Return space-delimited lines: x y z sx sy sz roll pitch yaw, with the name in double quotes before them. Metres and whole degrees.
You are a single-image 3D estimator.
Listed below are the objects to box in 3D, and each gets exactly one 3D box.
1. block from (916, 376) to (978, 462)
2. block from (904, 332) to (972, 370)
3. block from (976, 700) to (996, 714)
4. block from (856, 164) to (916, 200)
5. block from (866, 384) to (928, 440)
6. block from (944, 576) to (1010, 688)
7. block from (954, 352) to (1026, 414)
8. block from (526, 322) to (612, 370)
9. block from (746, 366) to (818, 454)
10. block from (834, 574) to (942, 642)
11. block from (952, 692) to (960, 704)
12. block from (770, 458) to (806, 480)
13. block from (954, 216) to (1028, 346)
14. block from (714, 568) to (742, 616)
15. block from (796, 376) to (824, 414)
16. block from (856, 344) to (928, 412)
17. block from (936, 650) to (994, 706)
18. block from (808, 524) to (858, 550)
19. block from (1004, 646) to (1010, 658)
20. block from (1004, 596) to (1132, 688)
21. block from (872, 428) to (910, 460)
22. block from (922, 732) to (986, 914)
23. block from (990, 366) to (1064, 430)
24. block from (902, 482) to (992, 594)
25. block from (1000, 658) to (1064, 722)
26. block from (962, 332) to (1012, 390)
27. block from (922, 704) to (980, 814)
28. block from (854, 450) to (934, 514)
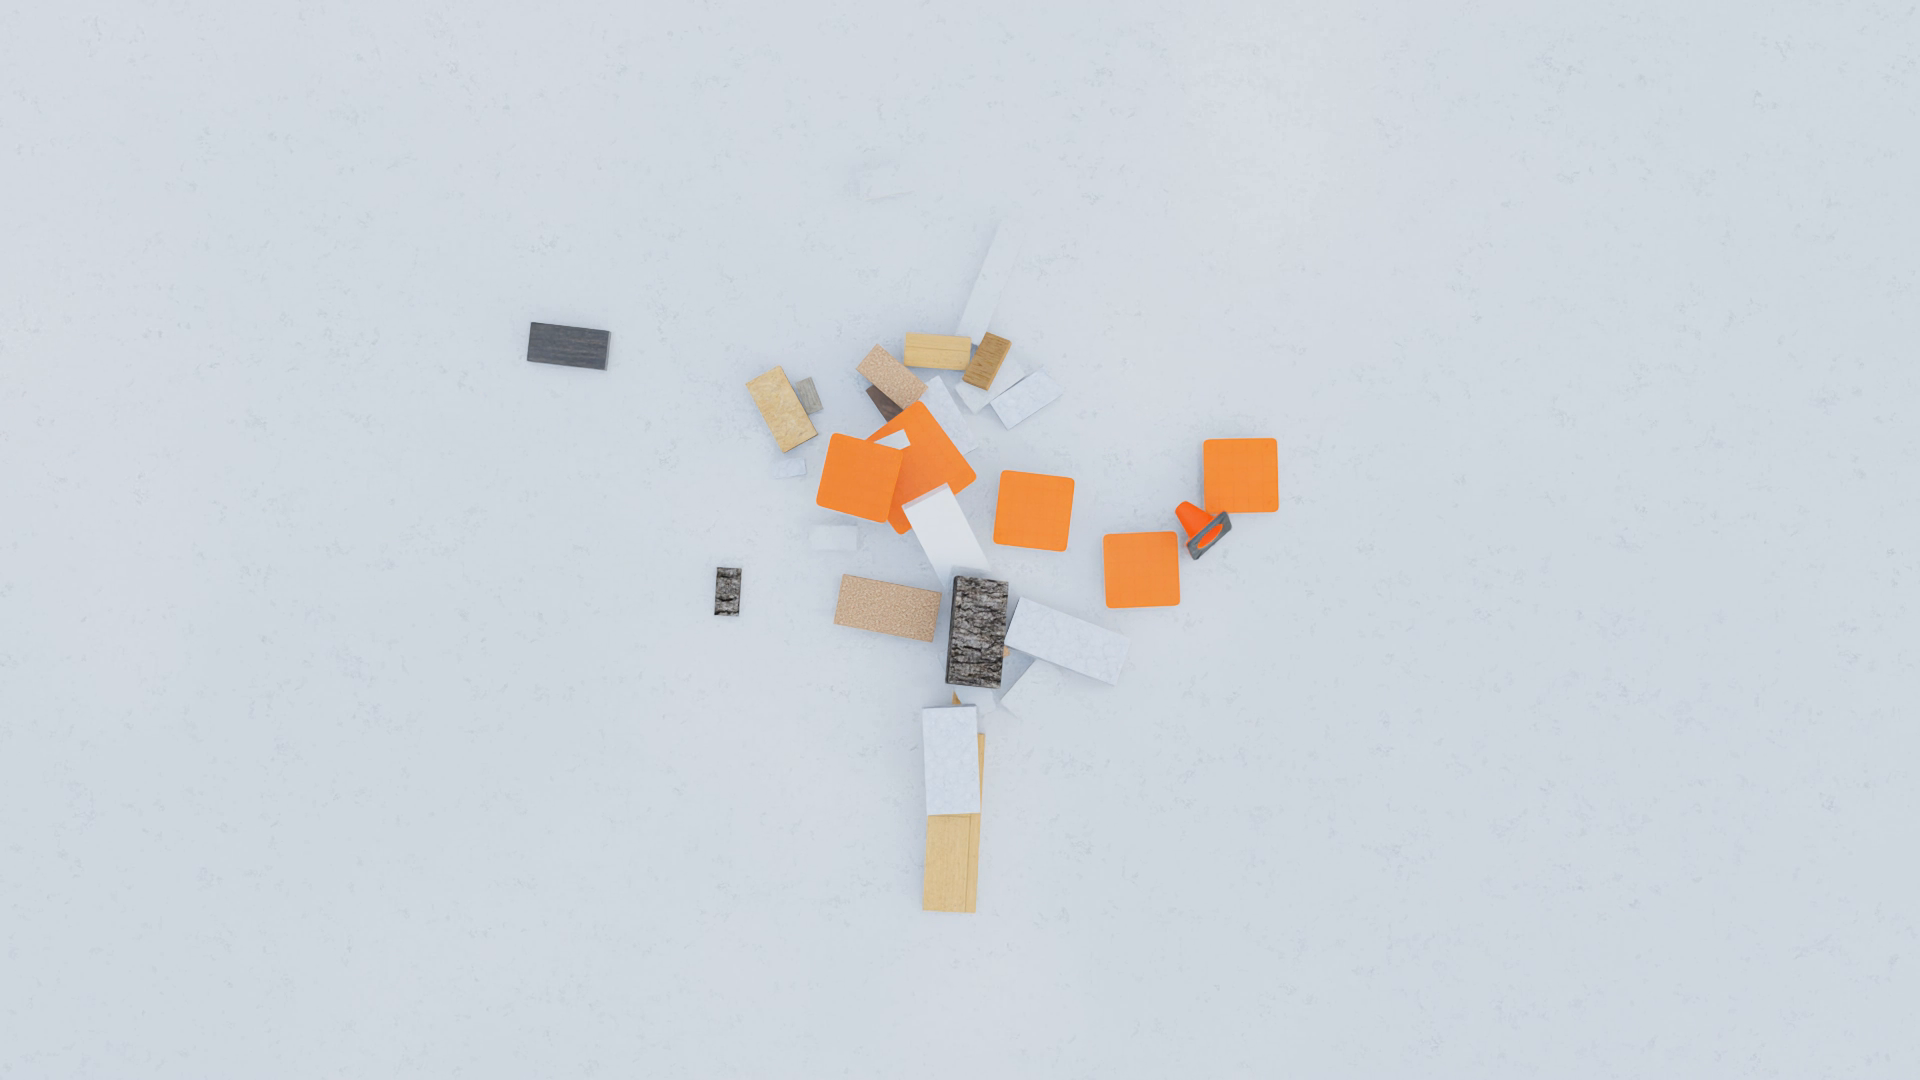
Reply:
"block" -0.051 -0.402 5.484 0.111 0.031 0.272 -30 90 0
"block" -0.075 -0.626 5.470 0.217 0.031 0.108 5 106 0
"block" 0.071 0.513 5.460 0.058 0.016 0.115 -20 91 -1
"block" -0.247 -1.192 5.487 0.182 0.026 0.091 -10 90 0
"block" -0.209 -0.438 5.485 0.108 0.031 0.217 -34 90 0
"block" 0.056 0.303 5.410 0.176 0.050 0.352 7 81 -15
"block" 0.100 -0.526 5.485 0.217 0.031 0.108 -36 90 0
"block" -1.299 -0.643 5.482 0.261 0.037 0.131 7 90 0
"block" -0.592 -0.434 5.482 0.131 0.037 0.261 -29 90 0
"block" -0.239 0.227 5.476 0.334 0.047 0.167 11 90 0
"block" 0.006 0.513 5.492 0.058 0.016 0.115 7 90 0
"block" -0.571 -0.239 5.492 0.114 0.016 0.057 -9 90 0
"block" 0.104 -0.859 5.487 0.091 0.026 0.429 22 90 0
"block" -0.772 0.172 5.489 0.080 0.023 0.160 3 90 0
"block" -0.501 -0.480 5.492 0.057 0.016 0.114 -21 90 0
"block" -0.225 -0.535 5.453 0.221 0.031 0.111 40 90 0
"block" 0.017 0.450 5.436 0.104 0.030 0.209 -27 91 -1
"block" -0.421 -0.009 5.489 0.160 0.023 0.080 2 90 0
"block" 0.075 0.308 5.467 0.104 0.030 0.209 -25 90 -22
"block" 0.353 0.338 5.460 0.393 0.047 0.167 21 78 0
"block" -0.225 -0.314 5.394 0.114 0.016 0.057 -24 89 4
"block" -0.020 0.934 5.475 0.176 0.050 0.590 3 90 0
"block" 0.220 -0.471 5.484 0.221 0.031 0.111 -33 90 0
"block" -0.042 -0.005 5.412 0.167 0.047 0.334 -27 113 0
"block" 0.239 0.491 5.485 0.104 0.030 0.209 41 90 0
"block" 0.090 -0.591 5.457 0.091 0.026 0.182 23 79 19
"block" -0.028 0.719 5.410 0.176 0.050 0.352 -3 95 0
"block" -0.208 -0.176 5.482 0.261 0.037 0.131 32 90 0
